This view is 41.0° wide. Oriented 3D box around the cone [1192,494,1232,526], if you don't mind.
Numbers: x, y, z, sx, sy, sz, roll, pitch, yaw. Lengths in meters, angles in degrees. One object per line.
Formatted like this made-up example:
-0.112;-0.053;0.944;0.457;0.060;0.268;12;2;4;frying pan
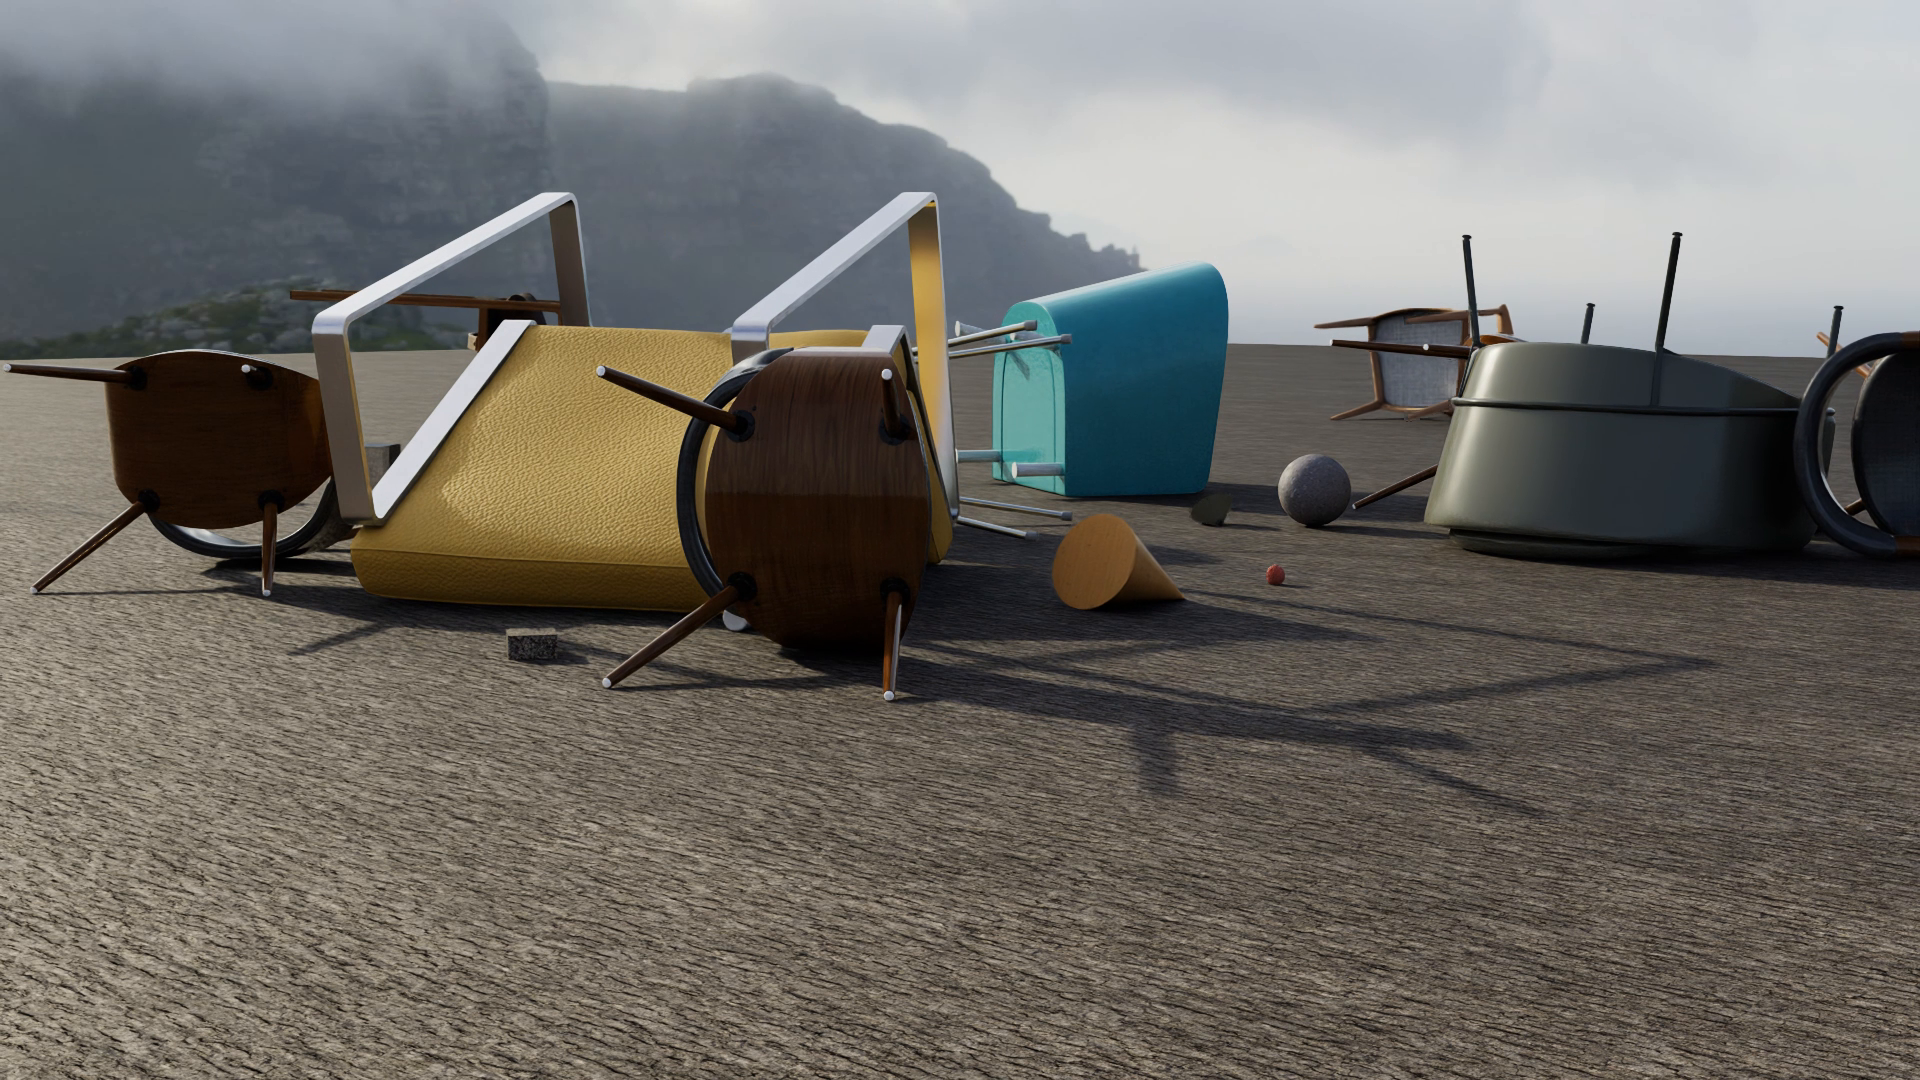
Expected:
0.679;-0.060;6.788;0.119;0.107;0.067;-14;49;-14;cone

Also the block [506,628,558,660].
-0.746;0.180;4.463;0.083;0.041;0.091;-1;6;-12;block

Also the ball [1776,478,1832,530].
2.184;-0.092;6.642;0.137;0.137;0.137;0;6;0;ball

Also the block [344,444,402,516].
-1.631;-0.169;7.132;0.109;0.189;0.136;1;6;8;block

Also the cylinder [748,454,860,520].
-0.430;-0.148;7.082;0.318;0.157;0.298;5;7;38;cylinder

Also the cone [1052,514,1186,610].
0.363;0.082;5.167;0.256;0.199;0.256;22;-10;-34;cone

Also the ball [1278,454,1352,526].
0.934;-0.132;6.759;0.191;0.191;0.191;0;6;0;ball
